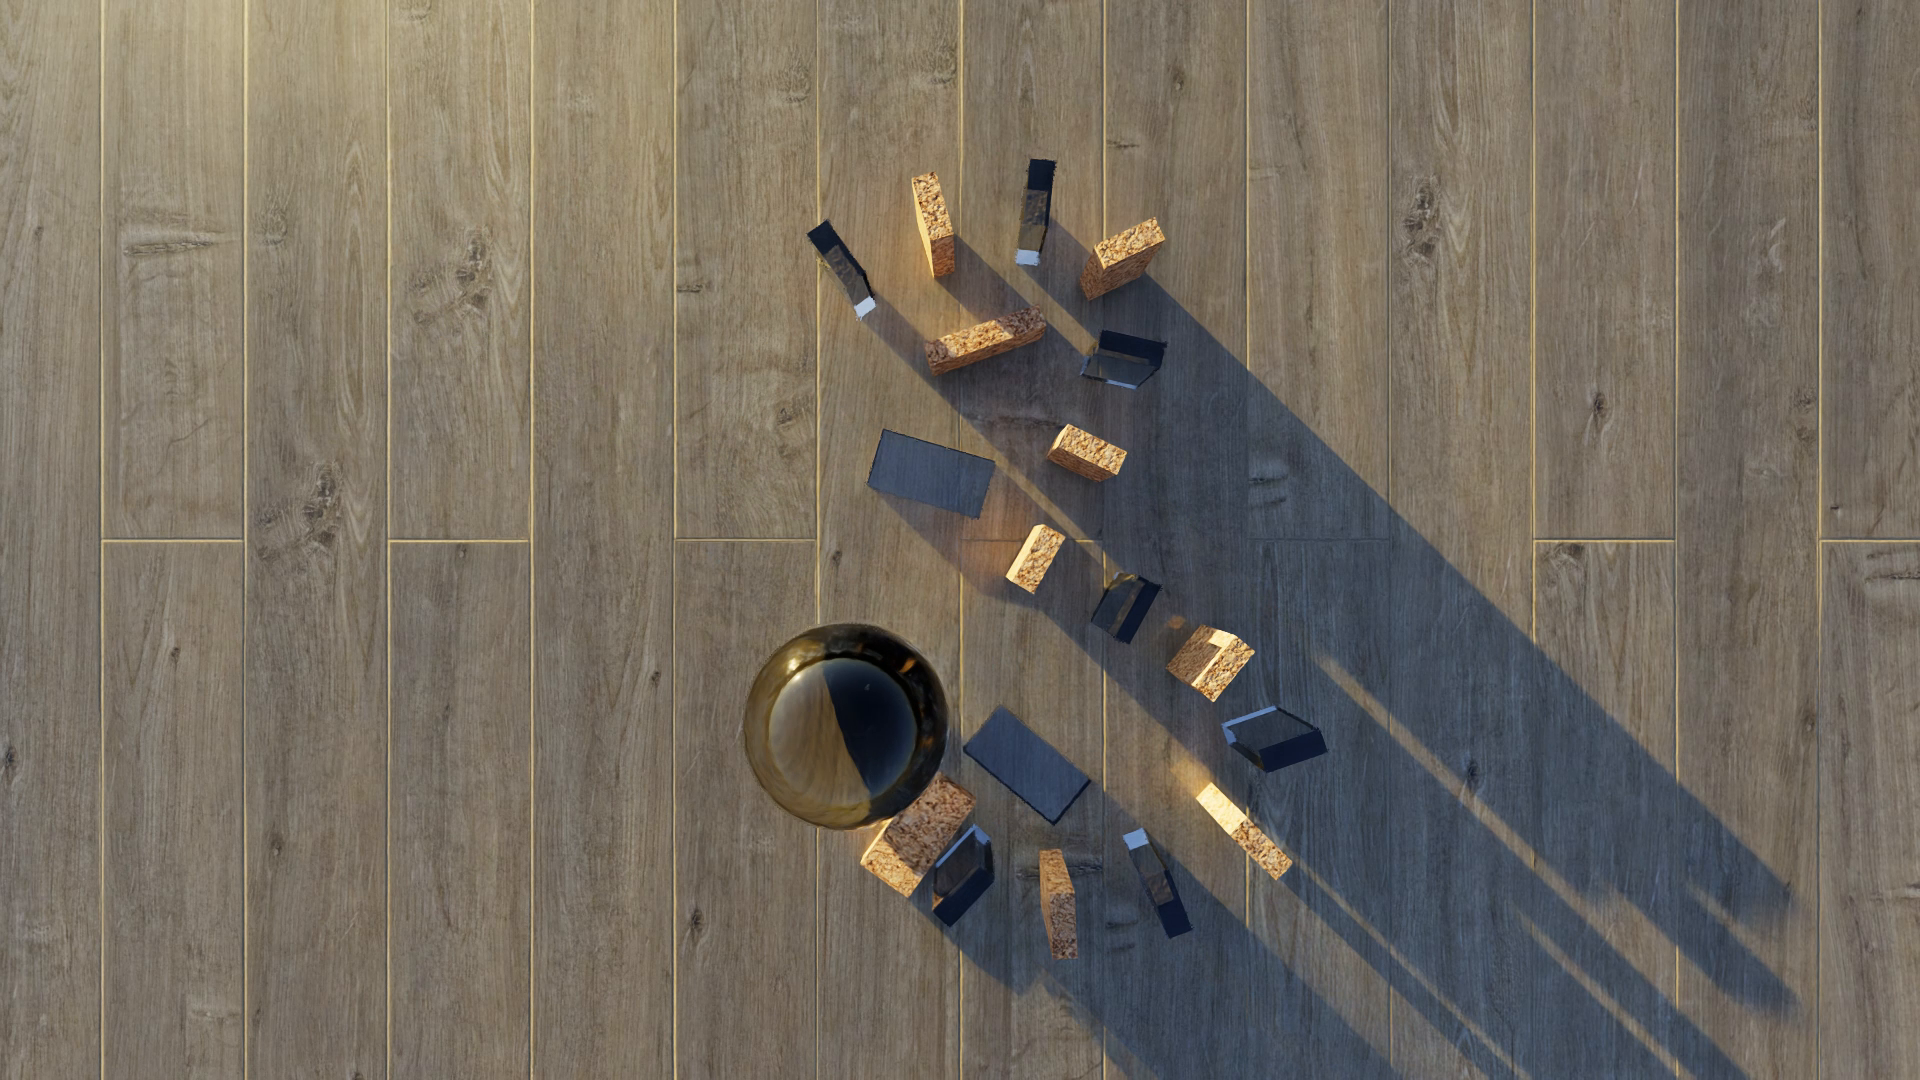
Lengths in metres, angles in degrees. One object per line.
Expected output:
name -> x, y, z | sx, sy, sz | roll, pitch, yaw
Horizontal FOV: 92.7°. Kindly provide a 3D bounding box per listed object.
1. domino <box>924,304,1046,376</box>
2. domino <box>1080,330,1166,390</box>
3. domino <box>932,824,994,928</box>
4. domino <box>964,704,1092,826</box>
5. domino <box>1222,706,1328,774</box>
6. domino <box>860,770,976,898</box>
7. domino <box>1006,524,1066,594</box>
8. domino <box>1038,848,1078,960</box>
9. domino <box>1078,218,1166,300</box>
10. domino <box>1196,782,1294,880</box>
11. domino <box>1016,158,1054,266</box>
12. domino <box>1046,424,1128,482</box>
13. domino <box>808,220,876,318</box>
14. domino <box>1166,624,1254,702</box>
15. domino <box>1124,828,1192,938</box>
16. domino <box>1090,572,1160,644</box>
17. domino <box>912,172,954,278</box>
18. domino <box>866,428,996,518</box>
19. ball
domino -> 0.010, -0.084, 0.388 | 0.050, 0.025, 0.009 | -19, 90, 0
domino -> 0.066, -0.073, 0.375 | 0.025, 0.050, 0.010 | 13, 90, 0
domino -> 0.001, 0.136, 0.375 | 0.010, 0.050, 0.025 | 44, 90, 0
domino -> 0.029, 0.096, 0.395 | 0.050, 0.010, 0.025 | 39, 90, 0
domino -> 0.127, 0.081, 0.375 | 0.025, 0.050, 0.009 | -19, 90, 0
domino -> -0.018, 0.125, 0.395 | 0.025, 0.010, 0.050 | 36, 90, 0
domino -> 0.030, 0.007, 0.375 | 0.010, 0.050, 0.025 | 29, 90, 0
domino -> 0.040, 0.148, 0.375 | 0.009, 0.050, 0.025 | -3, 90, 0
domino -> 0.065, -0.114, 0.375 | 0.025, 0.050, 0.010 | -25, 90, 0
domino -> 0.115, 0.118, 0.375 | 0.025, 0.050, 0.009 | 44, 90, 0
domino -> 0.030, -0.133, 0.375 | 0.009, 0.050, 0.025 | 6, 90, 0
domino -> 0.051, -0.035, 0.375 | 0.025, 0.050, 0.010 | 26, 90, 0
domino -> -0.047, -0.110, 0.375 | 0.010, 0.050, 0.025 | -36, 90, 0
domino -> 0.101, 0.049, 0.375 | 0.010, 0.050, 0.025 | 39, 90, 0
domino -> 0.080, 0.139, 0.375 | 0.010, 0.050, 0.025 | -21, 90, 0
domino -> 0.067, 0.027, 0.375 | 0.009, 0.050, 0.025 | 29, 90, 0
domino -> -0.010, -0.128, 0.375 | 0.009, 0.050, 0.025 | -16, 90, 0
domino -> -0.012, -0.029, 0.395 | 0.050, 0.010, 0.025 | 16, 90, 0
ball -> -0.044, 0.072, 0.360 | 0.080, 0.080, 0.080 | 0, 90, 0
